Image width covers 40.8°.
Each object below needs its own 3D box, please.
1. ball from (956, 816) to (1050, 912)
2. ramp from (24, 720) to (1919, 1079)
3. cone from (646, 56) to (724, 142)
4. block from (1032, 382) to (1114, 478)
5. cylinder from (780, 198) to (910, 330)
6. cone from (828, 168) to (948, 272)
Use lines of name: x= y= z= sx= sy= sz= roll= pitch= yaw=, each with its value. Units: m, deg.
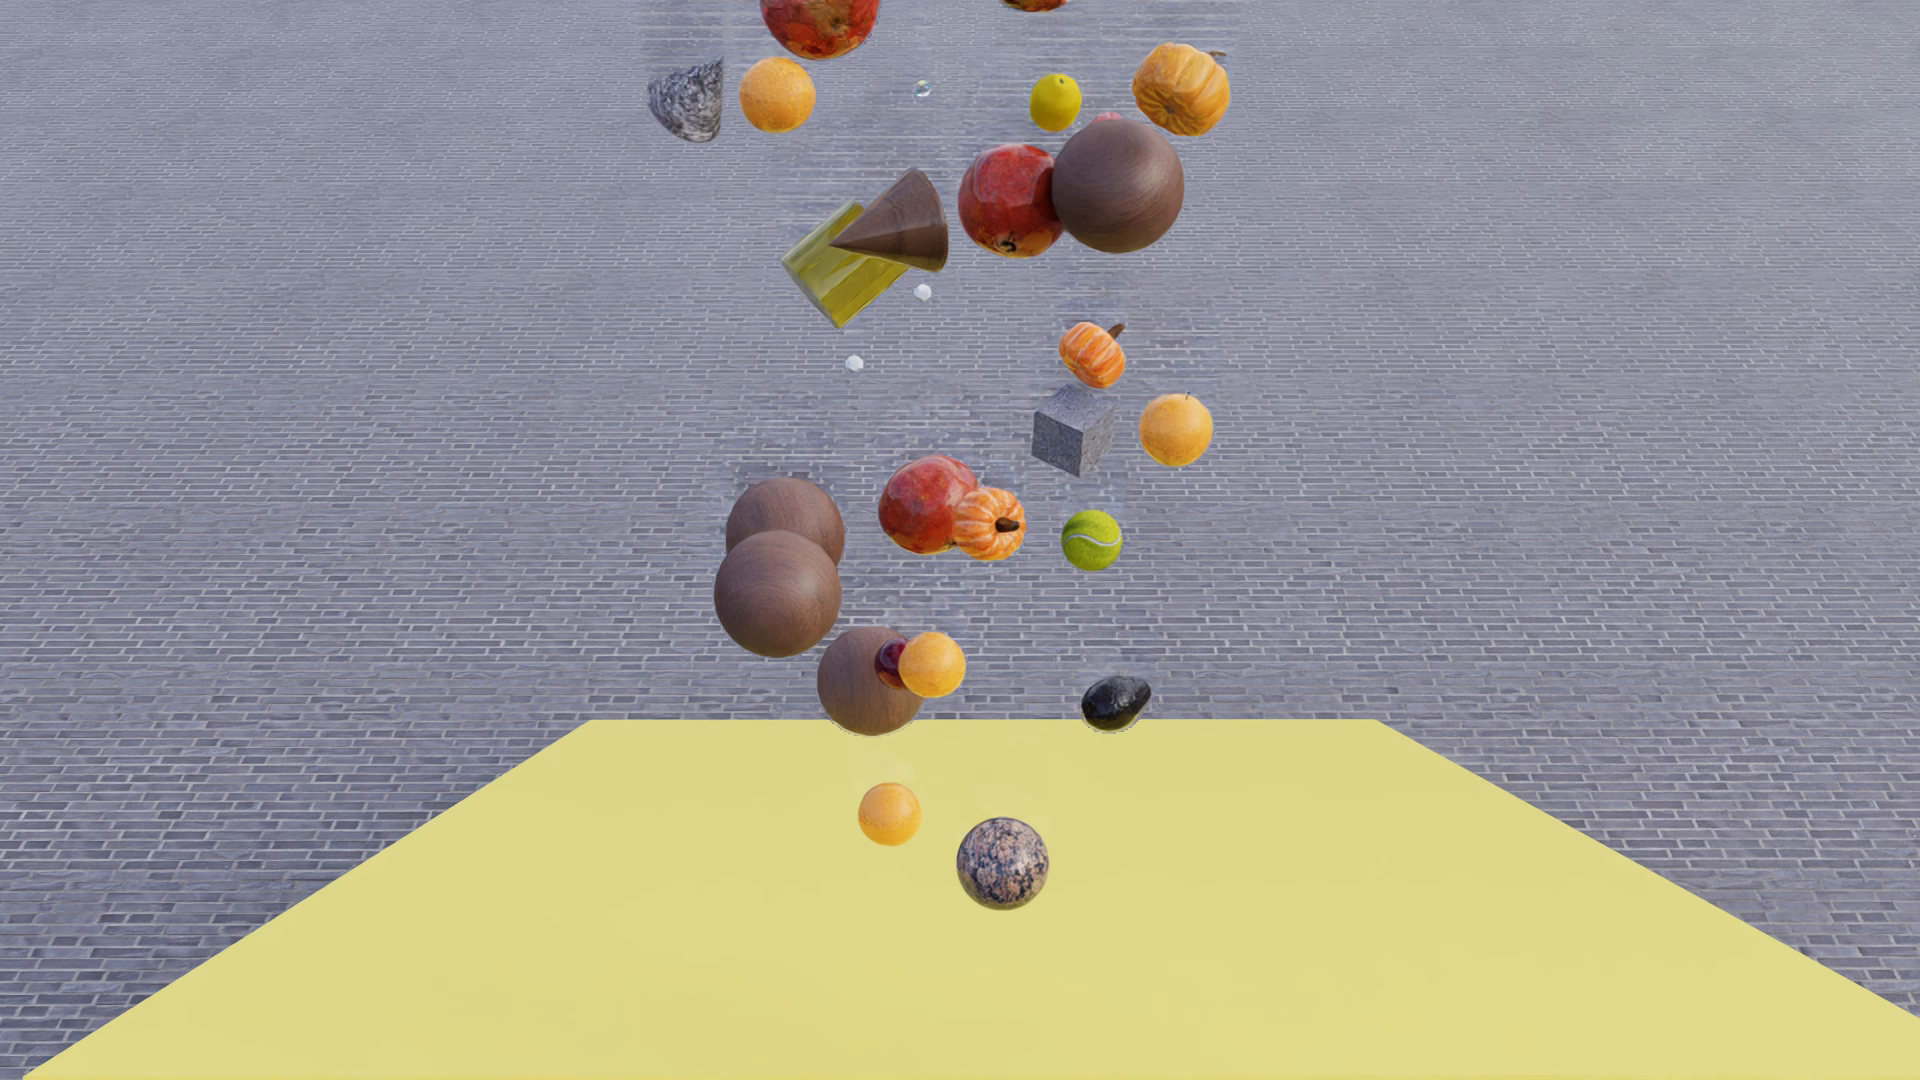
ball: x=0.043 y=0.325 z=2.592 sx=0.094 sy=0.094 sz=0.094 roll=0 pitch=27 yaw=0
ramp: x=0.061 y=0.547 z=4.583 sx=2.000 sy=0.100 sz=4.000 roll=0 pitch=1 yaw=0
cone: x=-0.228 y=-0.406 z=2.297 sx=0.075 sy=0.075 sz=0.075 roll=22 pitch=47 yaw=-25
block: x=0.126 y=-0.123 z=2.882 sx=0.064 sy=0.064 sz=0.064 roll=26 pitch=46 yaw=25
cylinder: x=-0.113 y=-0.270 z=2.522 sx=0.091 sy=0.091 sz=0.091 roll=-41 pitch=36 yaw=-4
cone: x=-0.077 y=-0.279 z=2.341 sx=0.098 sy=0.098 sz=0.098 roll=-18 pitch=31 yaw=-23
